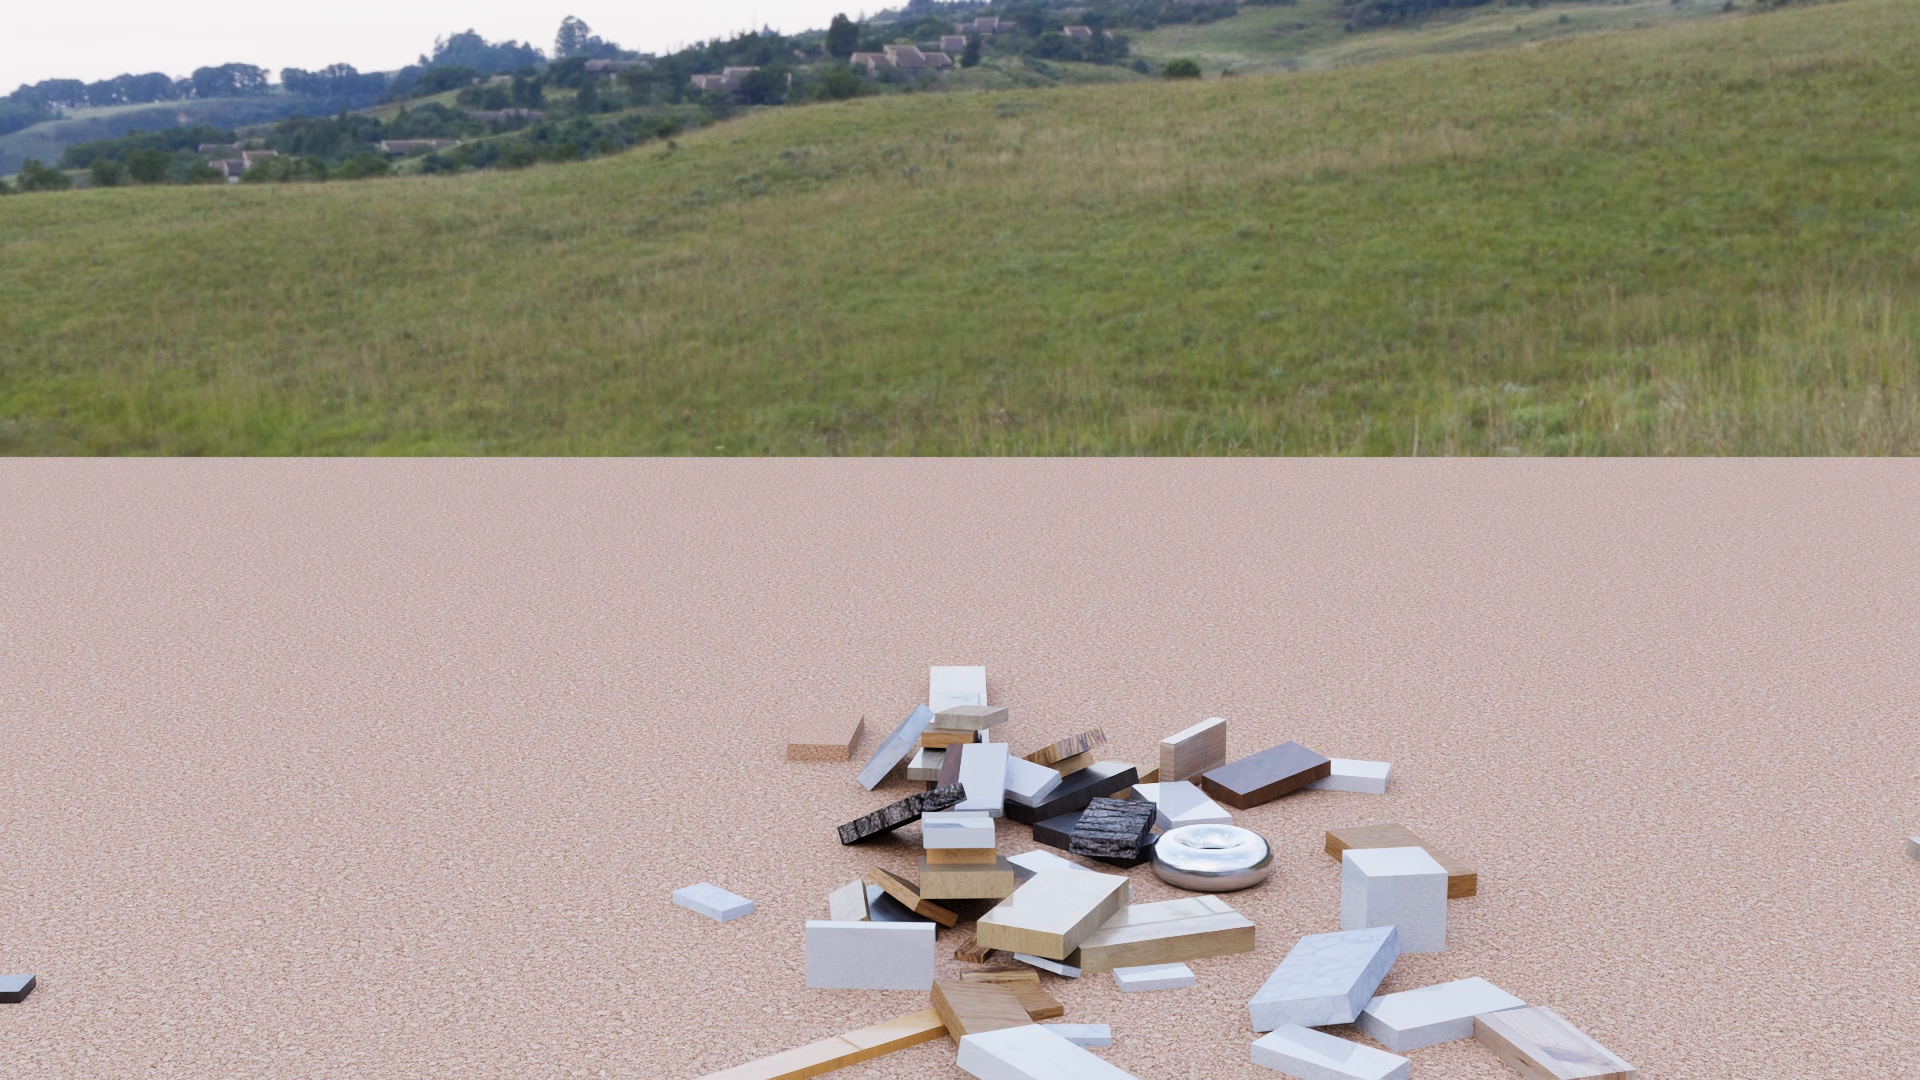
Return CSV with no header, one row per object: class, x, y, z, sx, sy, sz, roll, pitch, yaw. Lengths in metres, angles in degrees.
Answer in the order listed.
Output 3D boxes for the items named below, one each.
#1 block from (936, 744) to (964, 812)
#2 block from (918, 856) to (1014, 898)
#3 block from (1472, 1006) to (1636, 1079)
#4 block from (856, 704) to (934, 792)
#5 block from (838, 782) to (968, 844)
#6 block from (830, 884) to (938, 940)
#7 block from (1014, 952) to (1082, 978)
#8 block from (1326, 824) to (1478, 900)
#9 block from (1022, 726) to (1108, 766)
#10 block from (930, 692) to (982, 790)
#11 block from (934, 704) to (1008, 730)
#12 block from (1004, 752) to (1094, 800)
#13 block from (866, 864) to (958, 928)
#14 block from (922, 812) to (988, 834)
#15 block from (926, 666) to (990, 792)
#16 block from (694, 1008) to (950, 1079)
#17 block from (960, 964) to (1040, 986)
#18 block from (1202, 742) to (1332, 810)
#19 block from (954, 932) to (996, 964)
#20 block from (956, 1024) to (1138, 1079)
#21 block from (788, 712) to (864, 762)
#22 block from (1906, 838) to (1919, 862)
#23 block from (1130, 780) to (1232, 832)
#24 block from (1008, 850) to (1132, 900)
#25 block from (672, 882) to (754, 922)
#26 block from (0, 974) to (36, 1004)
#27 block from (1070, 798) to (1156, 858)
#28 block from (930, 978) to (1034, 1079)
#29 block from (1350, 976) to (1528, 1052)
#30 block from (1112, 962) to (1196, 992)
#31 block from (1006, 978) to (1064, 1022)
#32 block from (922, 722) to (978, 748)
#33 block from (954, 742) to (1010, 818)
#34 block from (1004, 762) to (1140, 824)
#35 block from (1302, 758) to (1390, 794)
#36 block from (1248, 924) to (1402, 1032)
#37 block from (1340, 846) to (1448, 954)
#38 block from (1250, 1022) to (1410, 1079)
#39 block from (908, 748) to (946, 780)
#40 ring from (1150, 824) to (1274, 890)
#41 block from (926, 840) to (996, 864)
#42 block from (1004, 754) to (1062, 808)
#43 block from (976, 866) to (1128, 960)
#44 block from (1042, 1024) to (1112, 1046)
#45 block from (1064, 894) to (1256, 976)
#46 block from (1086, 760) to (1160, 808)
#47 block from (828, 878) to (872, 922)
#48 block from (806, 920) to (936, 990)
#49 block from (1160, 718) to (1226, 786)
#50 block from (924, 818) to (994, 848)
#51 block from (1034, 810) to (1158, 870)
block,0.004,0.444,4.034,0.083,0.023,0.166,0,43,15
block,0.007,0.549,3.590,0.147,0.042,0.293,0,-3,-1
block,0.807,0.698,2.998,0.113,0.032,0.225,-3,11,-17
block,-0.126,0.406,4.342,0.035,0.124,0.248,44,14,0
block,-0.103,0.483,3.878,0.115,0.033,0.230,-10,-13,-42
block,-0.123,0.603,3.526,0.095,0.027,0.210,-5,12,-25
block,0.132,0.639,3.318,0.095,0.013,0.047,10,-9,43
block,0.752,0.552,3.766,0.140,0.040,0.280,-3,11,-16
block,0.169,0.416,4.203,0.115,0.033,0.229,-16,-10,-36
block,-0.005,0.401,4.416,0.099,0.028,0.645,0,11,0
block,0.024,0.352,4.364,0.099,0.028,0.197,2,1,16
block,0.151,0.454,4.184,0.107,0.030,0.214,-28,-11,40
block,-0.078,0.574,3.548,0.082,0.023,0.164,30,-4,-32
block,-0.008,0.499,3.853,0.113,0.032,0.227,-1,-10,0
block,-0.004,0.394,4.630,0.124,0.035,0.921,0,11,0
block,-0.309,0.723,2.909,0.721,0.017,0.059,-8,13,-37
block,0.059,0.654,3.281,0.112,0.016,0.056,-1,11,-8
block,0.588,0.450,4.217,0.229,0.032,0.114,-16,24,-31
block,0.030,0.631,3.409,0.047,0.013,0.095,4,11,21
block,0.142,0.695,2.797,0.140,0.040,0.280,3,11,-43
block,-0.276,0.407,4.559,0.124,0.035,0.248,1,11,5
block,1.732,0.557,3.762,0.111,0.031,0.221,-1,11,-6
block,0.408,0.498,4.075,0.115,0.033,0.229,-3,11,-14
block,0.180,0.571,3.707,0.082,0.023,0.240,-8,13,-36
block,-0.405,0.593,3.603,0.066,0.019,0.131,-10,14,-43
block,-1.438,0.661,3.234,0.131,0.019,0.066,-1,11,-3
block,0.271,0.505,3.868,0.114,0.032,0.229,3,11,14
block,0.081,0.705,2.909,0.112,0.032,0.570,8,8,-15
block,0.681,0.674,3.130,0.225,0.032,0.113,-5,12,-25
block,0.289,0.653,3.285,0.112,0.016,0.056,-2,11,-12
block,0.100,0.669,3.199,0.056,0.016,0.112,-5,12,-24
block,-0.019,0.380,4.283,0.099,0.028,0.197,2,1,3
block,0.041,0.436,3.991,0.083,0.023,0.166,-2,39,9
block,0.206,0.467,4.073,0.229,0.032,0.114,-19,9,-28
block,0.724,0.457,4.299,0.221,0.031,0.111,3,11,16
block,0.535,0.636,3.202,0.147,0.042,0.293,-12,4,26
block,0.680,0.565,3.452,0.128,0.128,0.128,-1,11,-8
block,0.500,0.705,2.977,0.191,0.027,0.095,9,14,40
block,-0.043,0.421,4.169,0.083,0.023,0.166,2,11,10
ring,0.429,0.540,3.747,0.213,0.071,0.213,-1,10,0
block,0.000,0.518,3.703,0.113,0.032,0.227,0,-3,-1
block,0.099,0.438,4.048,0.164,0.023,0.082,14,40,43
block,0.148,0.575,3.412,0.140,0.040,0.280,5,12,24
block,0.163,0.693,3.077,0.094,0.013,0.047,0,11,-1
block,0.295,0.614,3.428,0.293,0.042,0.147,-4,11,-20
block,0.288,0.471,4.229,0.107,0.030,0.214,6,12,30
block,-0.176,0.588,3.504,0.059,0.017,0.119,-28,22,4
block,-0.132,0.617,3.264,0.191,0.095,0.027,1,11,3
block,0.454,0.422,4.280,0.030,0.107,0.214,7,13,34
block,-0.001,0.481,3.613,0.113,0.032,0.227,0,-3,0
block,0.248,0.531,3.901,0.111,0.031,0.221,-10,15,-44
